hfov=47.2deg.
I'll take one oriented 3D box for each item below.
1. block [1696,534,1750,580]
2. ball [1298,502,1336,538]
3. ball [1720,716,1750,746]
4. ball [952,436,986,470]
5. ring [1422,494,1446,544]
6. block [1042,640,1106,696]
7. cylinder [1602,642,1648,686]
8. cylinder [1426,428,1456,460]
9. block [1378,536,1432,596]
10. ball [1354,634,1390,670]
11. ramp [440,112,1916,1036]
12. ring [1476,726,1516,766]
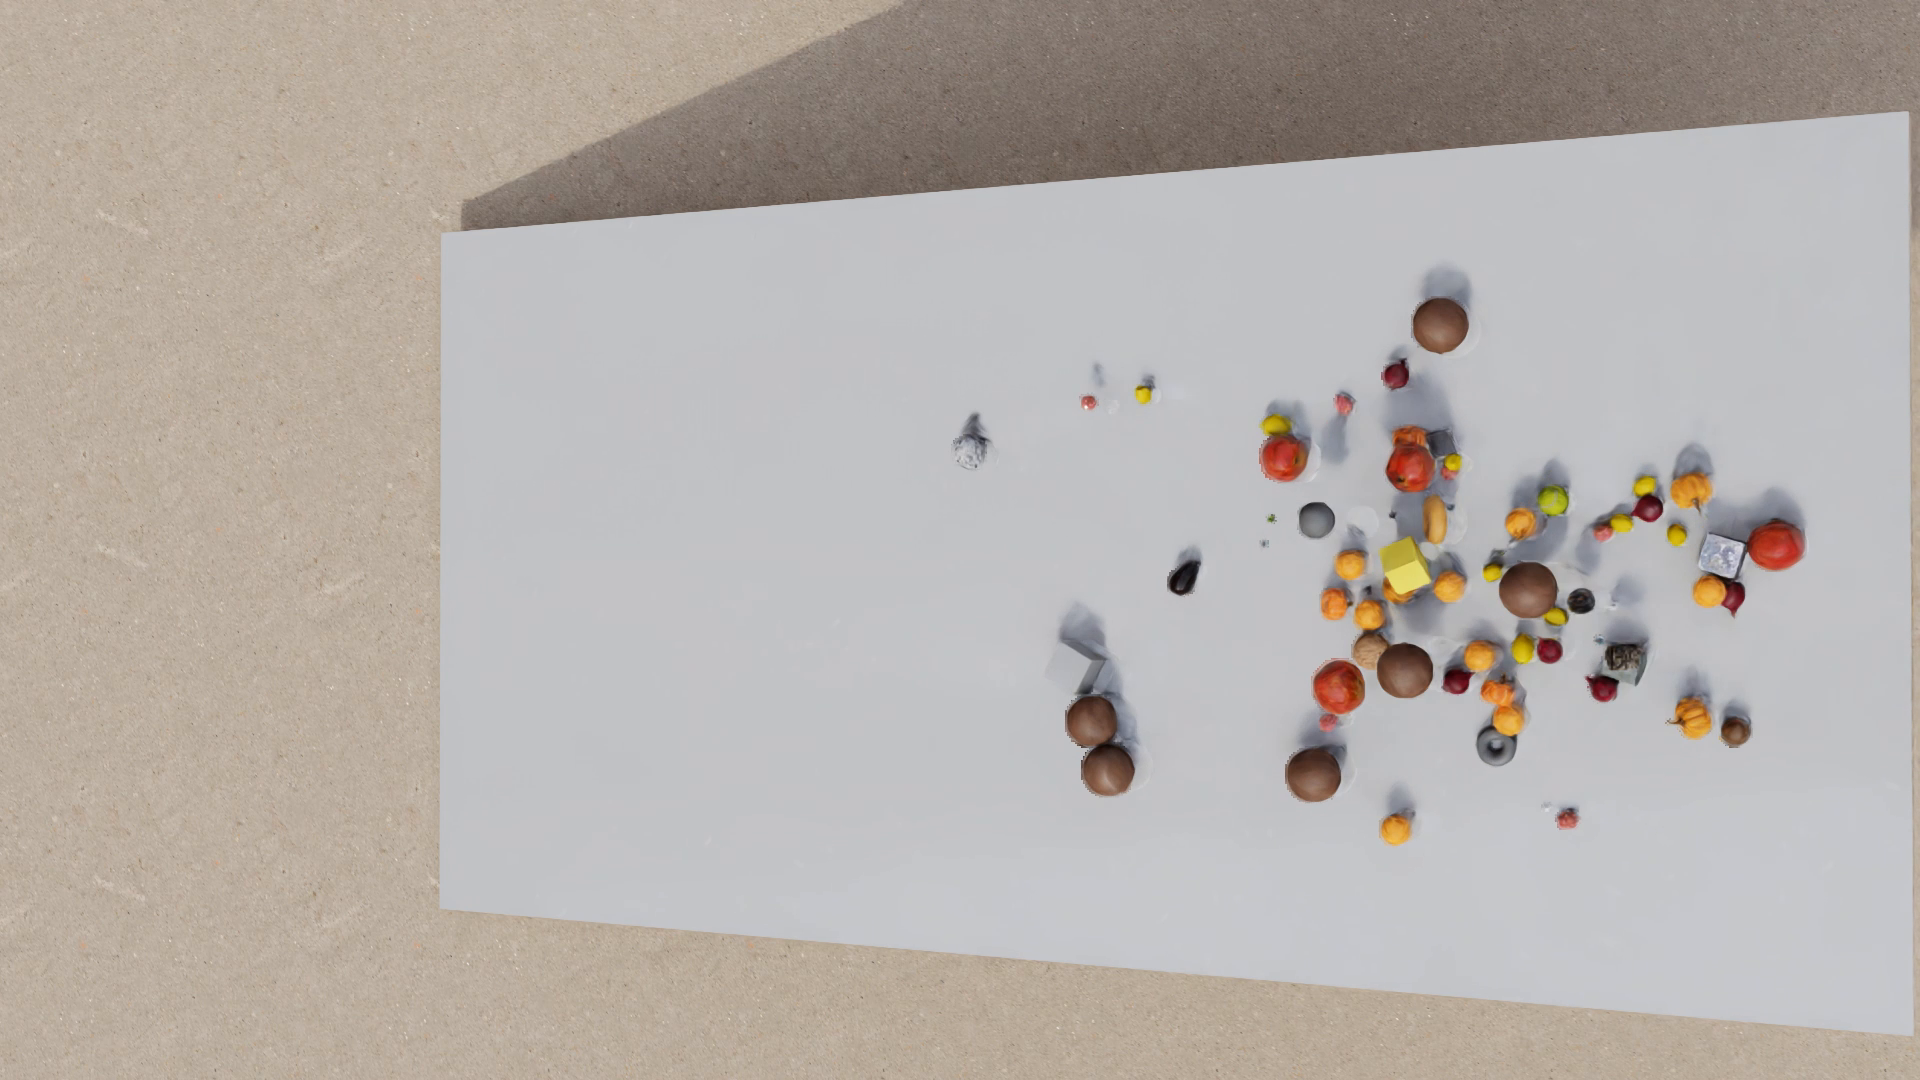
[{"bbox_3d":[1.695,0.036,4.885,0.082,0.082,0.082,19,98,25],"label":"block"},{"bbox_3d":[0.834,-0.047,5.140,0.086,0.086,0.086,0,89,0],"label":"ball"},{"bbox_3d":[1.720,0.425,4.878,0.064,0.064,0.064,0,89,0],"label":"ball"},{"bbox_3d":[0.023,-0.224,5.701,0.088,0.088,0.088,0,89,0],"label":"ball"},{"bbox_3d":[1.110,-0.047,5.143,0.039,0.117,0.117,-3,89,-1],"label":"ring"},{"bbox_3d":[0.290,0.321,5.558,0.100,0.100,0.100,31,103,23],"label":"block"},{"bbox_3d":[1.503,0.281,4.976,0.078,0.078,0.078,19,89,28],"label":"cylinder"},{"bbox_3d":[1.133,-0.225,5.174,0.060,0.060,0.060,-12,82,0],"label":"cylinder"},{"bbox_3d":[1.036,0.060,5.121,0.083,0.083,0.083,-24,128,19],"label":"block"},{"bbox_3d":[0.979,0.265,5.229,0.088,0.088,0.088,0,89,0],"label":"ball"},{"bbox_3d":[0.281,0.080,5.677,4.000,0.100,2.000,0,89,26],"label":"ramp"},{"bbox_3d":[1.250,0.480,5.126,0.094,0.031,0.094,-1,88,27],"label":"ring"}]
